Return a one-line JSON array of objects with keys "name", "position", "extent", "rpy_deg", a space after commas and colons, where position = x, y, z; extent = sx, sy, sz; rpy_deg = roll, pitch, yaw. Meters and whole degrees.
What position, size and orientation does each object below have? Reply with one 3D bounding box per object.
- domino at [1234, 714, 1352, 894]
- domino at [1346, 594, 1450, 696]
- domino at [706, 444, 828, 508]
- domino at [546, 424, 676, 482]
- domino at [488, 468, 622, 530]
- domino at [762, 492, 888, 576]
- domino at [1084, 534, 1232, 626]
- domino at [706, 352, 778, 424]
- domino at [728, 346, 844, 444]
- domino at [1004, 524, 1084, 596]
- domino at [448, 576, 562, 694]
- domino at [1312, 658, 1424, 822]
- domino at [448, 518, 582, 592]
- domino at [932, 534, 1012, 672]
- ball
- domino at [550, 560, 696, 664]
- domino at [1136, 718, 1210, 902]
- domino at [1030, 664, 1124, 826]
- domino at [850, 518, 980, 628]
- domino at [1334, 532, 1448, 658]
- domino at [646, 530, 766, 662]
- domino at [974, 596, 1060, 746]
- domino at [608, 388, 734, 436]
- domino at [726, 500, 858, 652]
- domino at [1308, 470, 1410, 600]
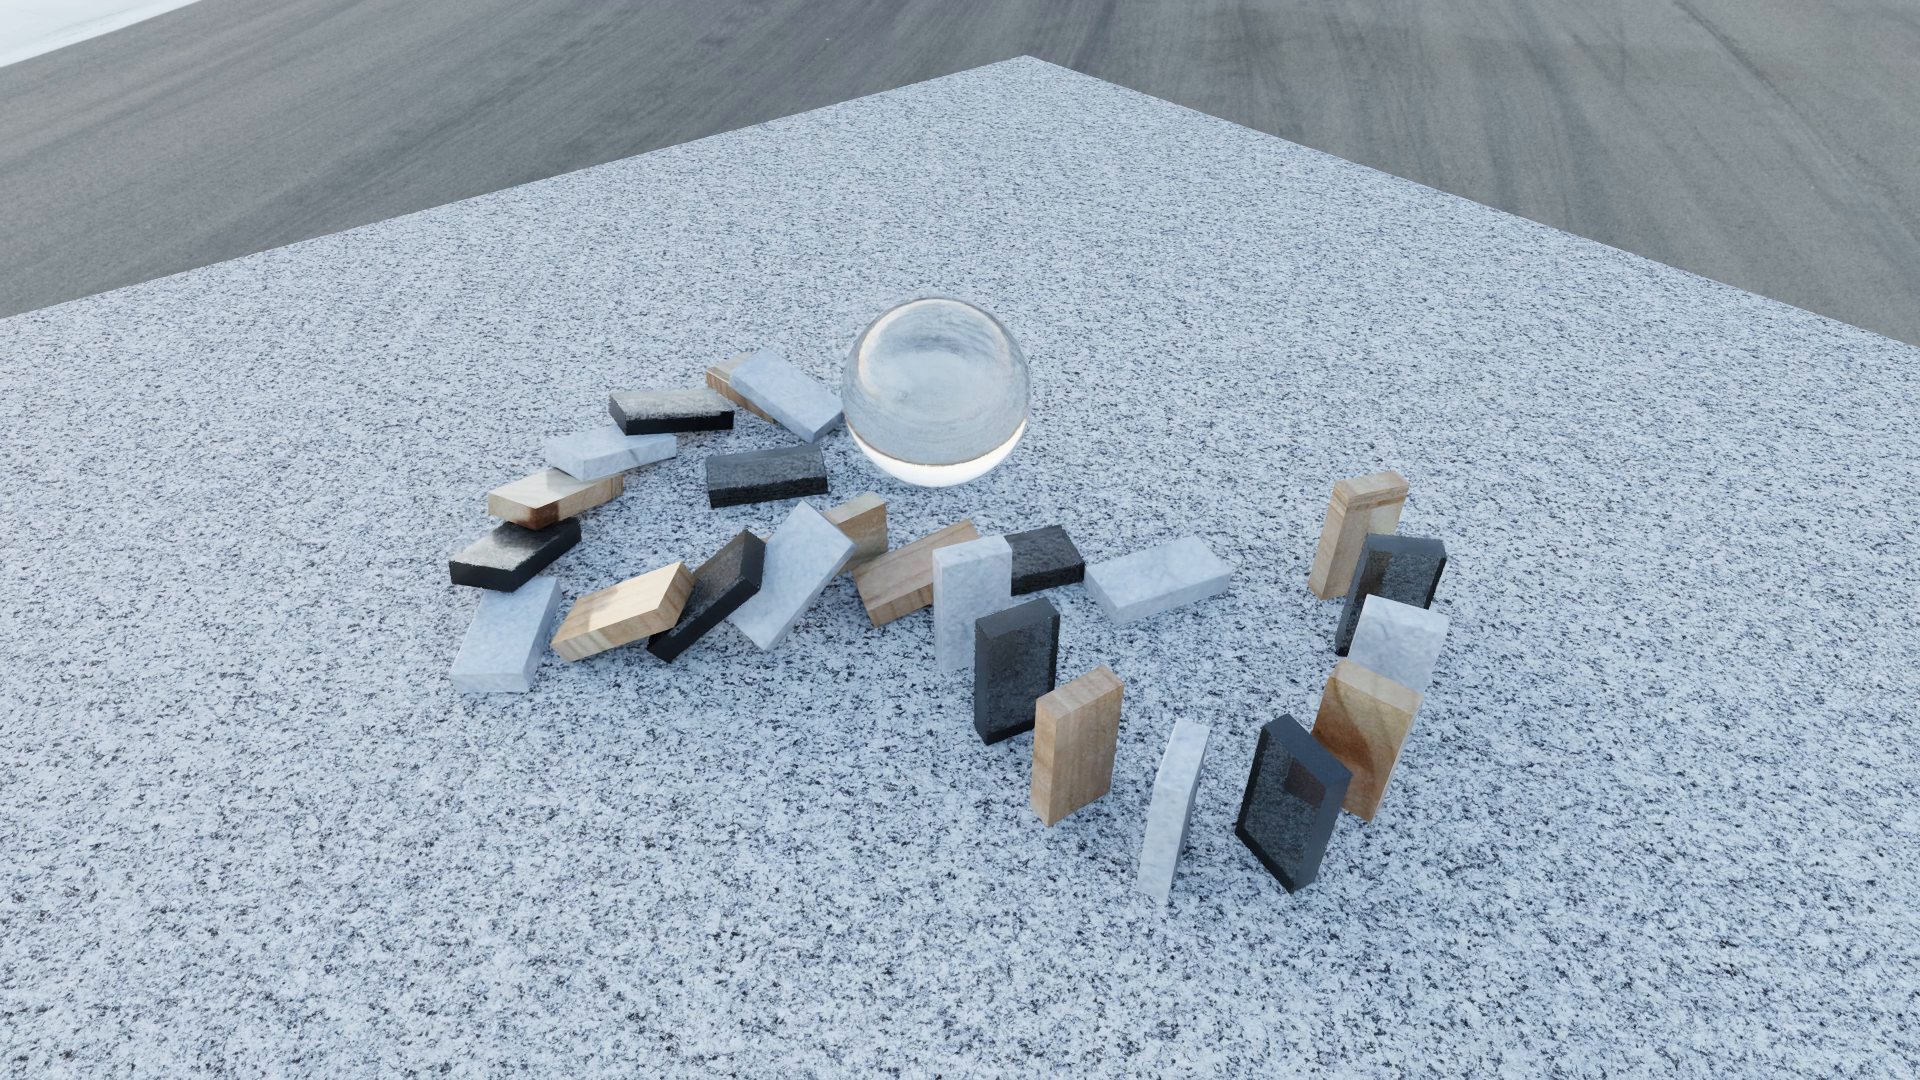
[{"name": "domino", "position": [0.095, 0.077, 0.318], "extent": [0.009, 0.050, 0.025], "rpy_deg": [-20, 43, -23]}, {"name": "domino", "position": [0.139, 0.042, 0.360], "extent": [0.025, 0.050, 0.009], "rpy_deg": [16, 42, 19]}, {"name": "domino", "position": [-0.084, -0.028, 0.478], "extent": [0.050, 0.009, 0.025], "rpy_deg": [-8, 40, -10]}, {"name": "domino", "position": [-0.152, -0.040, 0.481], "extent": [0.025, 0.010, 0.050], "rpy_deg": [25, 29, 28]}, {"name": "domino", "position": [-0.167, -0.019, 0.456], "extent": [0.025, 0.009, 0.050], "rpy_deg": [17, 26, 20]}, {"name": "domino", "position": [-0.052, 0.002, 0.428], "extent": [0.050, 0.025, 0.009], "rpy_deg": [-26, 46, -28]}, {"name": "domino", "position": [0.076, 0.015, 0.425], "extent": [0.050, 0.010, 0.025], "rpy_deg": [-16, 42, -18]}, {"name": "domino", "position": [-0.098, -0.074, 0.534], "extent": [0.050, 0.010, 0.025], "rpy_deg": [30, 48, 31]}, {"name": "domino", "position": [-0.080, -0.067, 0.512], "extent": [0.050, 0.010, 0.025], "rpy_deg": [36, 52, 10]}, {"name": "domino", "position": [0.021, 0.010, 0.432], "extent": [0.050, 0.010, 0.025], "rpy_deg": [-12, 41, -14]}, {"name": "domino", "position": [-0.165, 0.034, 0.402], "extent": [0.025, 0.010, 0.050], "rpy_deg": [-1, 39, -2]}, {"name": "domino", "position": [0.121, 0.062, 0.336], "extent": [0.025, 0.050, 0.009], "rpy_deg": [27, 46, 29]}, {"name": "domino", "position": [-0.172, 0.004, 0.429], "extent": [0.025, 0.010, 0.050], "rpy_deg": [8, 25, 9]}, {"name": "domino", "position": [0.004, 0.023, 0.384], "extent": [0.025, 0.050, 0.009], "rpy_deg": [-13, 41, -15]}, {"name": "ball", "position": [-0.010, -0.062, 0.463], "extent": [0.080, 0.080, 0.080], "rpy_deg": [0, 39, 0]}, {"name": "domino", "position": [-0.121, 0.026, 0.394], "extent": [0.050, 0.009, 0.025], "rpy_deg": [-18, 34, 23]}, {"name": "domino", "position": [0.061, 0.078, 0.316], "extent": [0.009, 0.050, 0.025], "rpy_deg": [15, 42, 18]}, {"name": "domino", "position": [0.035, 0.063, 0.334], "extent": [0.025, 0.050, 0.010], "rpy_deg": [-23, 45, -25]}, {"name": "domino", "position": [-0.014, 0.012, 0.418], "extent": [0.050, 0.009, 0.025], "rpy_deg": [-24, 42, -4]}, {"name": "domino", "position": [0.150, 0.021, 0.386], "extent": [0.025, 0.050, 0.009], "rpy_deg": [6, 40, 7]}, {"name": "domino", "position": [-0.091, 0.020, 0.394], "extent": [0.050, 0.010, 0.025], "rpy_deg": [-37, 33, 23]}, {"name": "domino", "position": [0.018, 0.043, 0.358], "extent": [0.025, 0.050, 0.010], "rpy_deg": [-17, 42, -19]}, {"name": "domino", "position": [-0.132, -0.059, 0.504], "extent": [0.050, 0.010, 0.025], "rpy_deg": [-8, 34, -33]}, {"name": "domino", "position": [-0.063, 0.013, 0.399], "extent": [0.025, 0.010, 0.050], "rpy_deg": [40, 91, 12]}, {"name": "domino", "position": [0.149, -0.001, 0.413], "extent": [0.025, 0.050, 0.009], "rpy_deg": [-11, 41, -14]}]
